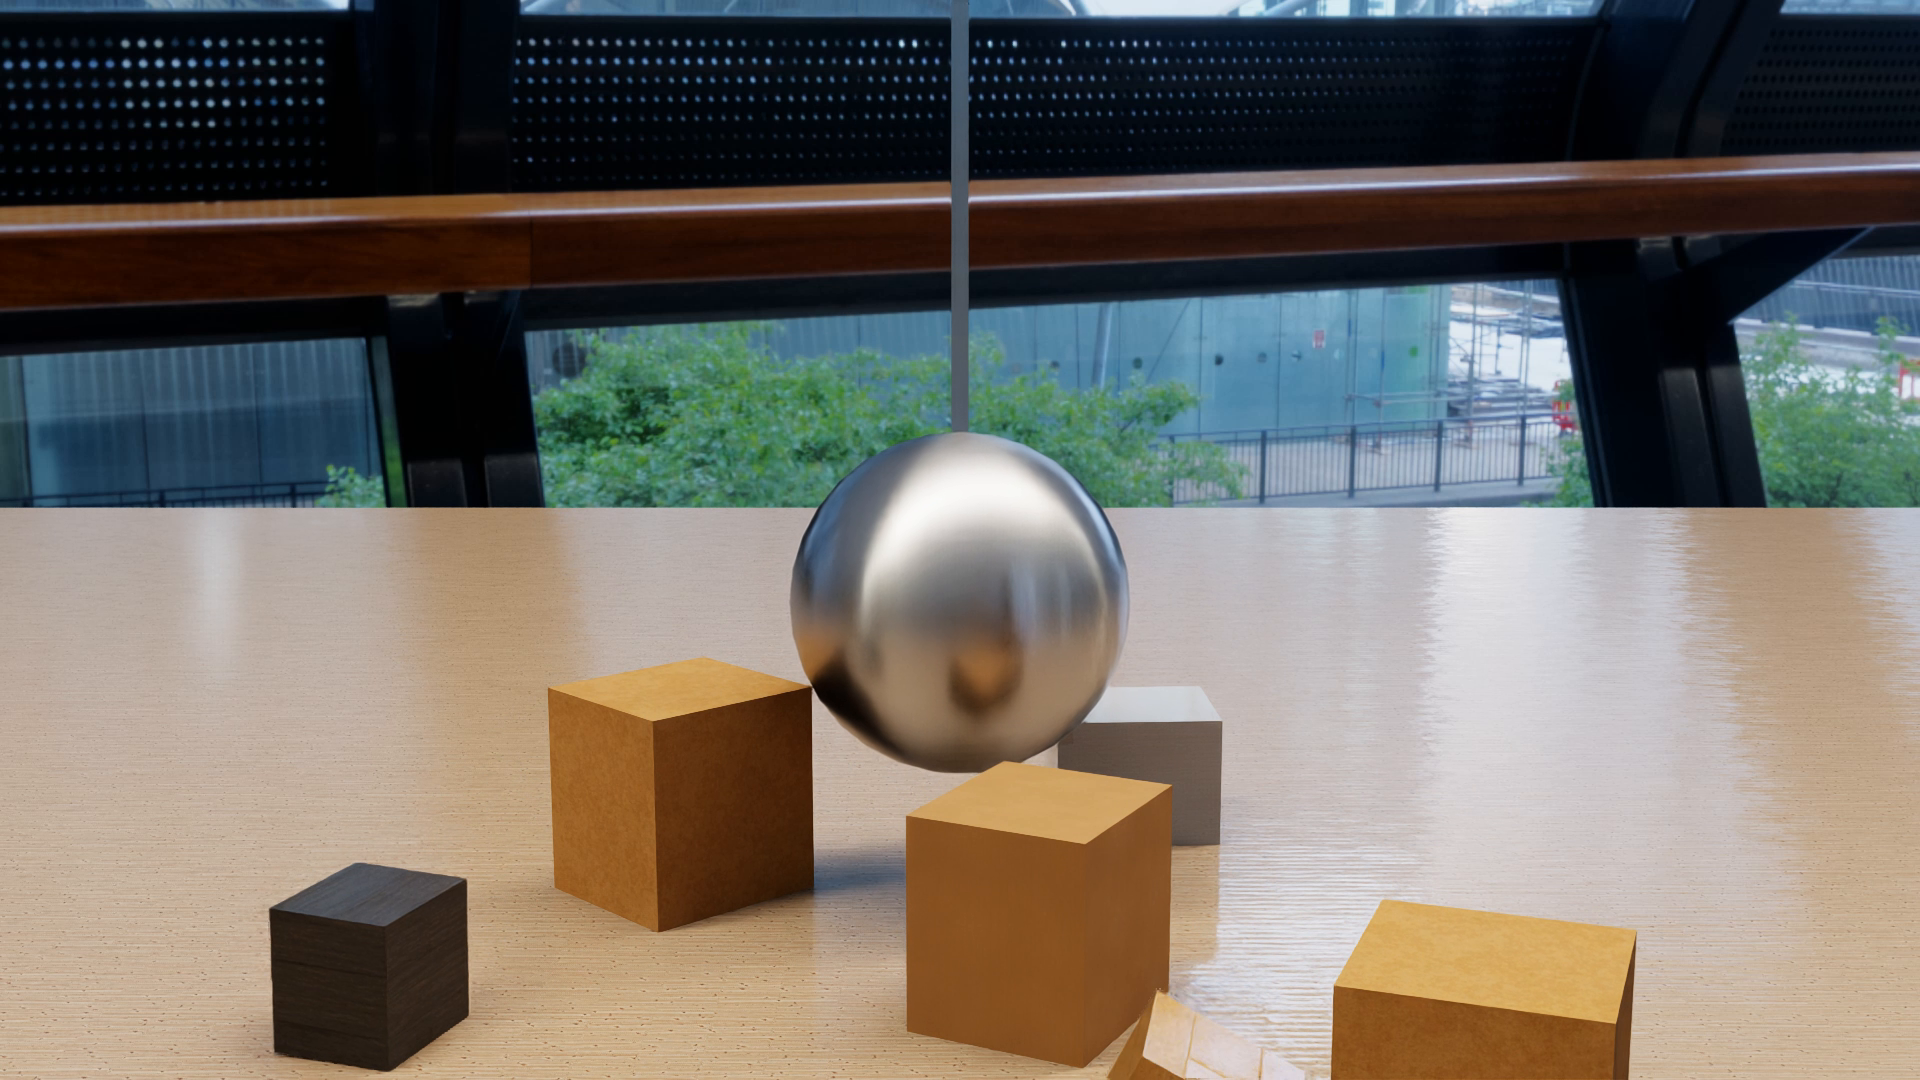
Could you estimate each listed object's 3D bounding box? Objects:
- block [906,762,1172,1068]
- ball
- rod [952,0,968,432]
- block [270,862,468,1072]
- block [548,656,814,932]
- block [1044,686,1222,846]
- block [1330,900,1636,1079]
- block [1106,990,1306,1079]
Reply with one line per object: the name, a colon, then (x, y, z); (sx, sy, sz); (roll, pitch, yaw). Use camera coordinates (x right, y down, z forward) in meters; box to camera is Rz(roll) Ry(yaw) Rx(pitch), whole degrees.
block: (0.330, 1.484, 8.899); (0.771, 0.897, 0.867); (5, 12, 27)
ball: (0.000, 0.291, 10.317); (1.600, 1.600, 1.600); (0, 10, 0)
rod: (0.000, -3.107, 10.218); (0.080, 5.200, 0.080); (0, 2, 0)
block: (-2.323, 1.673, 8.685); (0.513, 0.586, 0.582); (5, 11, 18)
block: (-1.312, 1.171, 10.386); (0.908, 0.980, 0.837); (-10, 14, -43)
block: (0.881, 1.162, 11.374); (0.826, 0.645, 0.710); (-1, 10, -3)
block: (1.724, 1.792, 7.228); (0.853, 0.889, 0.855); (4, 11, 21)
block: (0.728, 1.902, 7.061); (0.553, 0.540, 0.540); (28, 14, 4)
